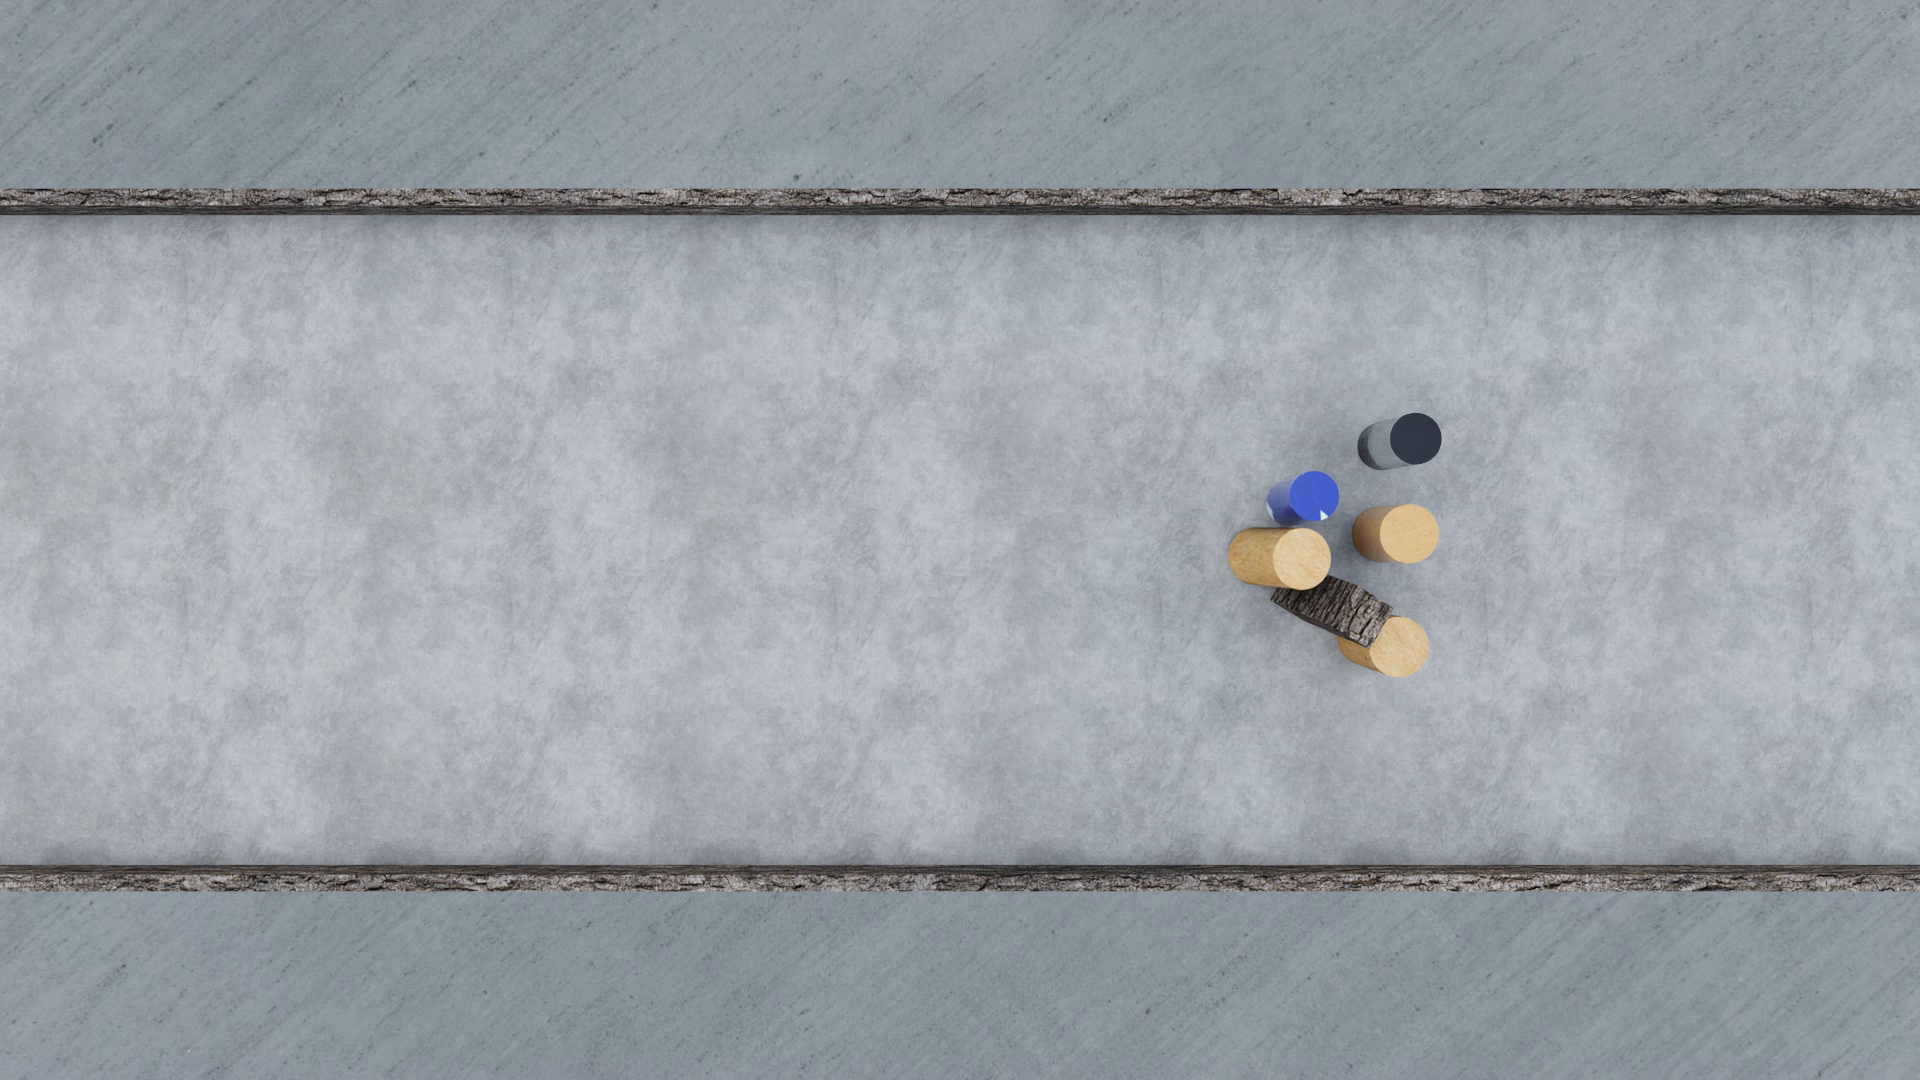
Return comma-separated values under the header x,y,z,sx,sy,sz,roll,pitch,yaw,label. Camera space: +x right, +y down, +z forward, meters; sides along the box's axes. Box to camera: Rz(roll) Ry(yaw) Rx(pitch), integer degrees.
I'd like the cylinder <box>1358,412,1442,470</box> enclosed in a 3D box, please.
x,y,z,sx,sy,sz,roll,pitch,yaw,label
1.297,-0.288,4.884,0.148,0.385,0.148,0,90,0,cylinder

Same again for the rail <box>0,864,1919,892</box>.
x,y,z,sx,sy,sz,roll,pitch,yaw,label
-2.247,1.025,5.001,12.000,0.150,0.050,0,90,0,rail

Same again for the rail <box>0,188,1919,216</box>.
x,y,z,sx,sy,sz,roll,pitch,yaw,label
-2.247,-1.025,5.002,12.000,0.150,0.050,0,90,0,rail

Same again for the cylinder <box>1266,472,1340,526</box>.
x,y,z,sx,sy,sz,roll,pitch,yaw,label
1.016,-0.120,4.904,0.144,0.340,0.144,0,88,0,cylinder

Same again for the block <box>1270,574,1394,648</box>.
x,y,z,sx,sy,sz,roll,pitch,yaw,label
1.089,0.188,4.859,0.135,0.414,0.135,30,90,-17,block

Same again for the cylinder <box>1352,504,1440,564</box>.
x,y,z,sx,sy,sz,roll,pitch,yaw,label
1.292,-0.018,4.908,0.170,0.336,0.170,0,90,0,cylinder

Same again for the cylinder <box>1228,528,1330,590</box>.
x,y,z,sx,sy,sz,roll,pitch,yaw,label
0.941,0.052,4.884,0.176,0.358,0.176,0,91,-11,cylinder

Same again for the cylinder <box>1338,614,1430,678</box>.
x,y,z,sx,sy,sz,roll,pitch,yaw,label
1.251,0.303,4.893,0.173,0.361,0.173,0,91,-1,cylinder
